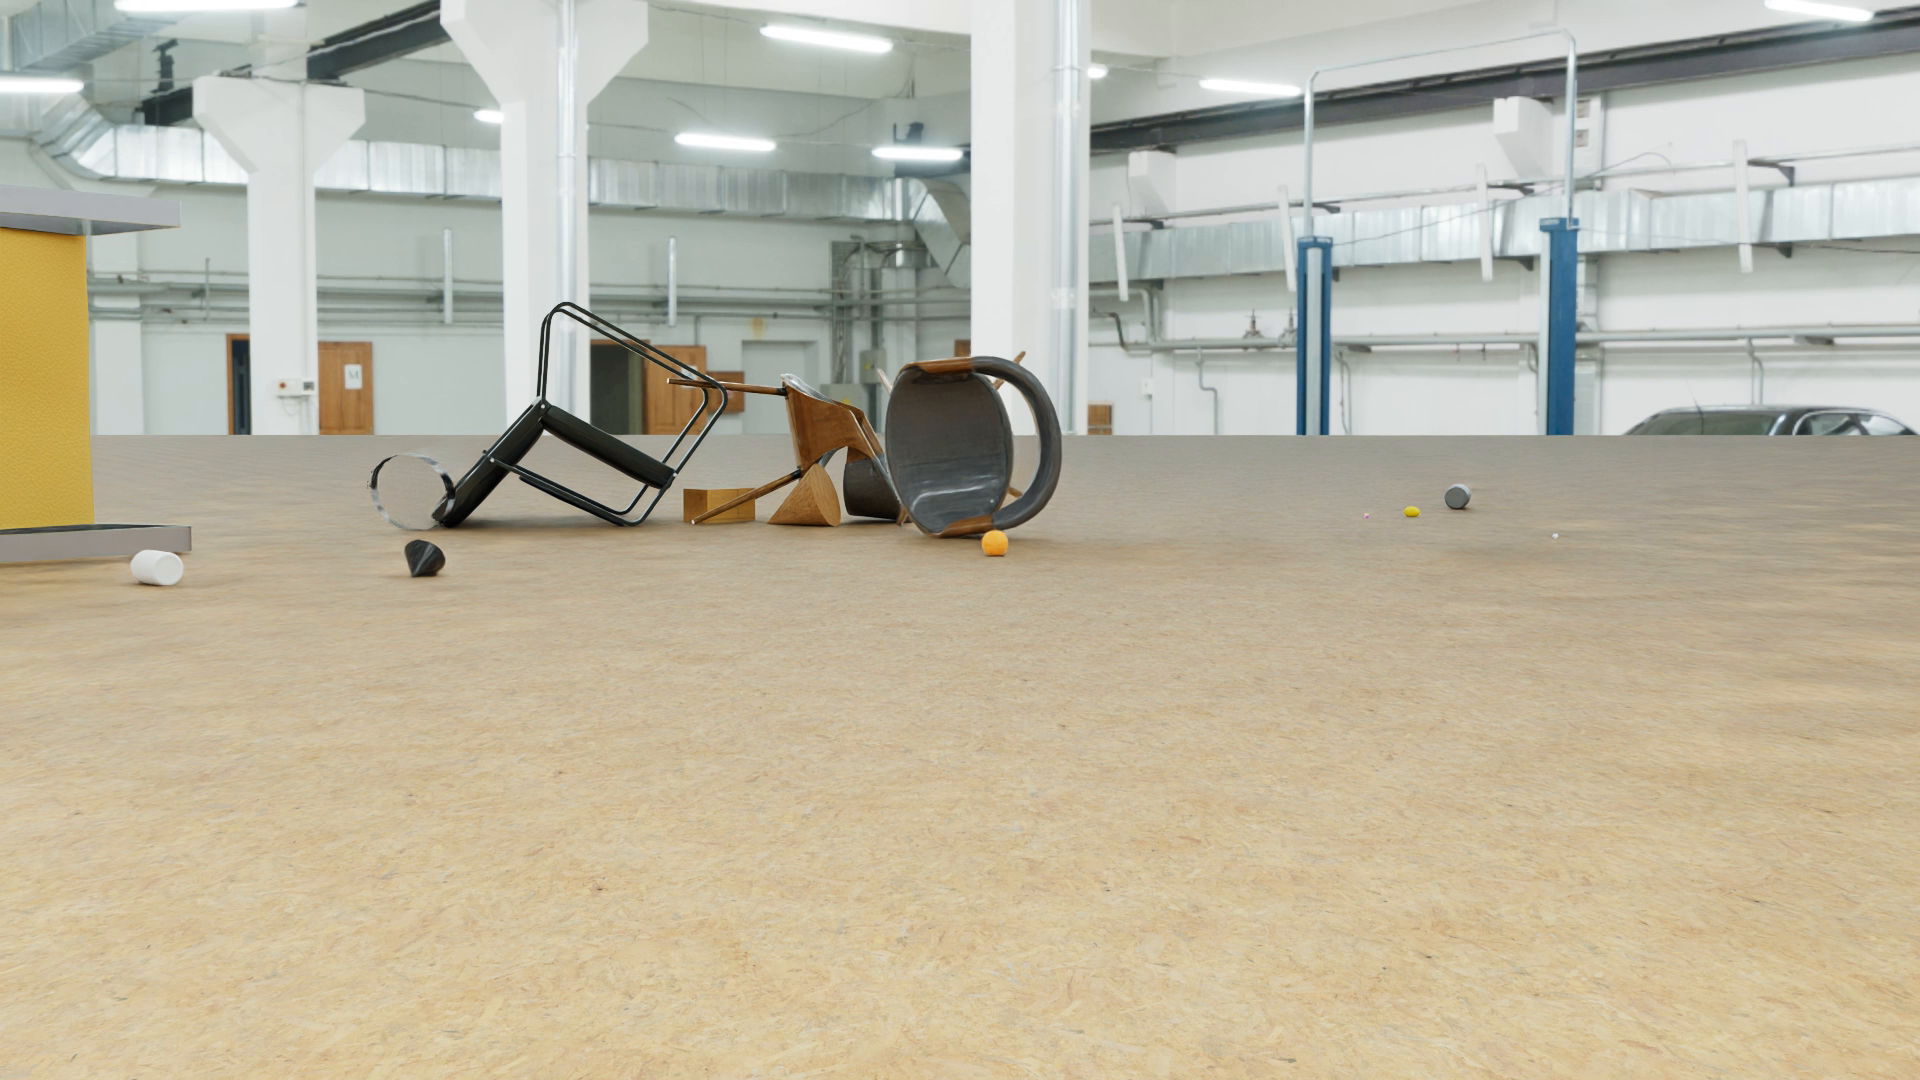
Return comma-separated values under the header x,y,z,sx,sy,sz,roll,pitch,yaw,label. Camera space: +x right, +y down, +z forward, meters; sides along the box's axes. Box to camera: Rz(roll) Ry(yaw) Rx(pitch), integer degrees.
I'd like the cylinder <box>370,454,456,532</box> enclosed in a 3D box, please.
x,y,z,sx,sy,sz,roll,pitch,yaw,label
-1.739,-0.152,6.999,0.260,0.222,0.127,45,2,-4,cylinder

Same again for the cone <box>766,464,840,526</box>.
x,y,z,sx,sy,sz,roll,pitch,yaw,label
-0.543,-0.101,7.269,0.249,0.228,0.153,-25,-21,25,cone

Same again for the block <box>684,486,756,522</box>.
x,y,z,sx,sy,sz,roll,pitch,yaw,label
-0.820,-0.121,7.491,0.129,0.112,0.209,4,5,44,block
